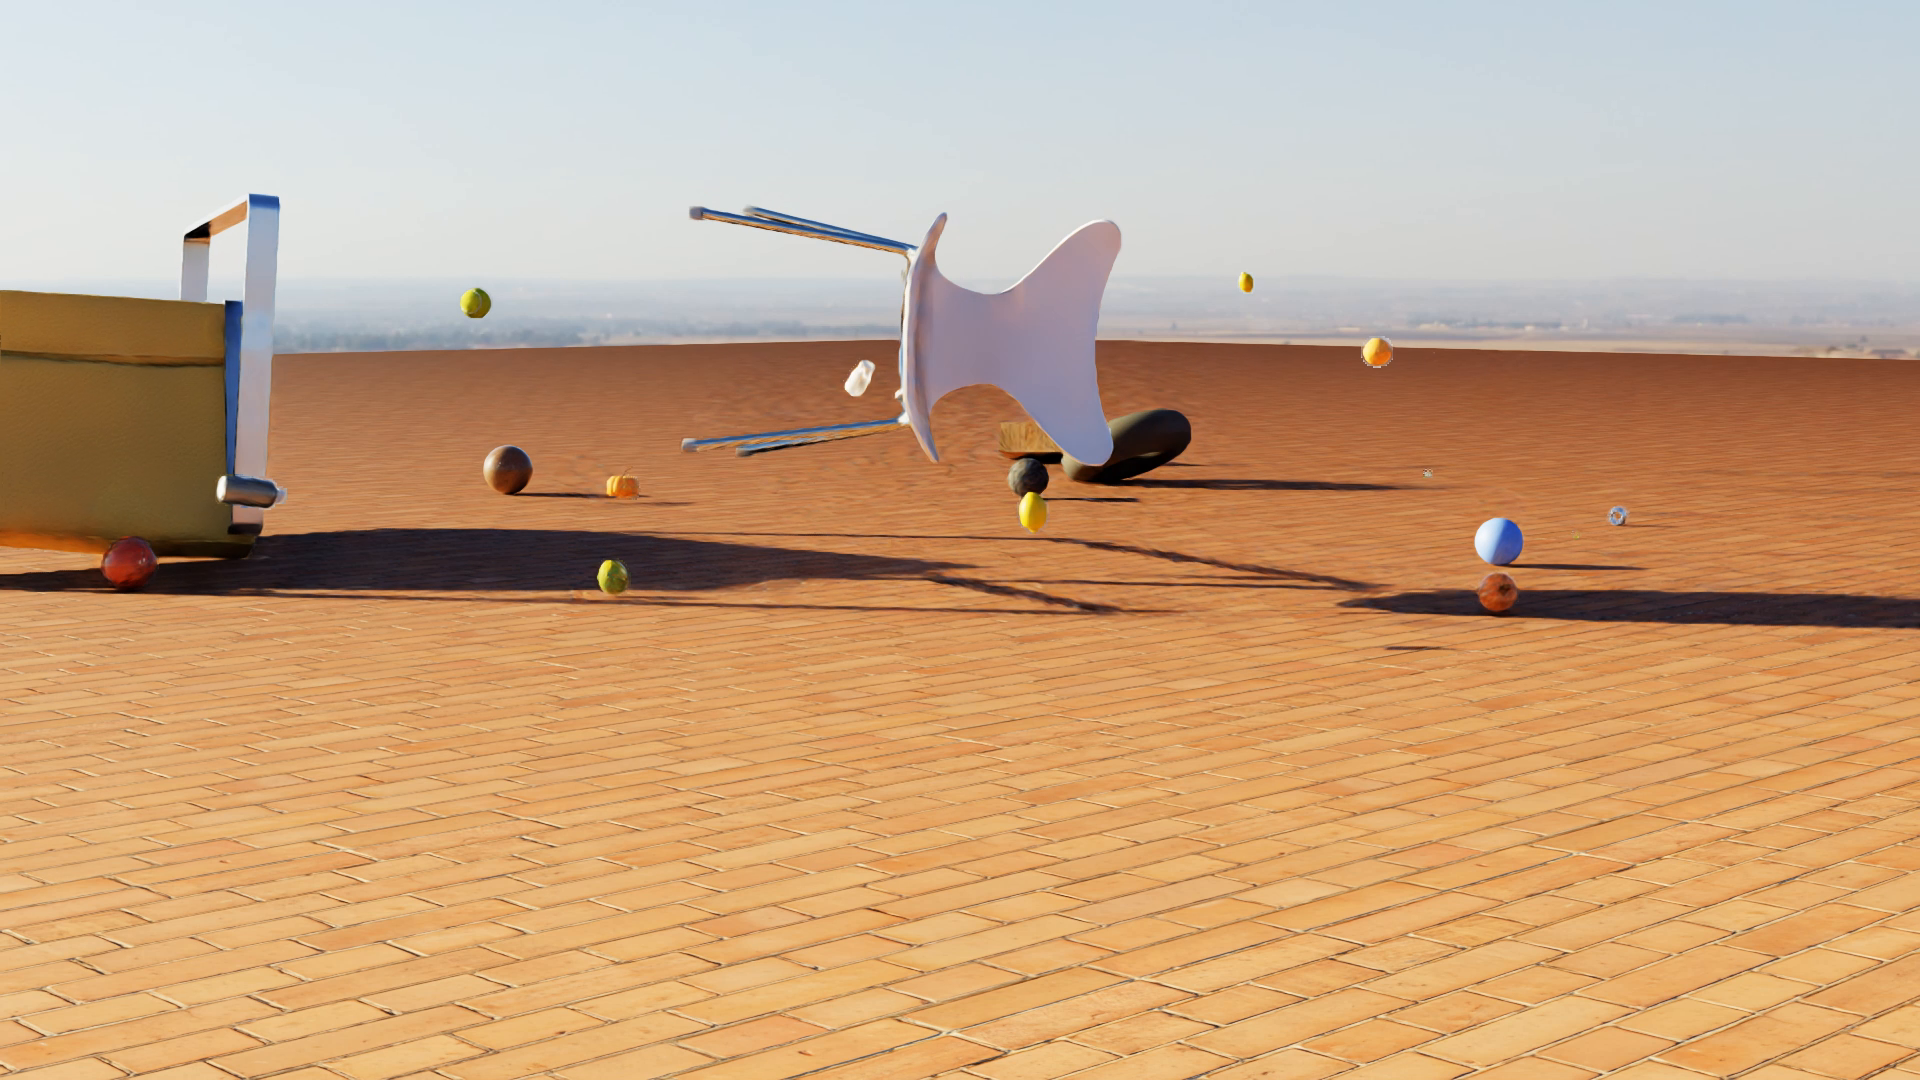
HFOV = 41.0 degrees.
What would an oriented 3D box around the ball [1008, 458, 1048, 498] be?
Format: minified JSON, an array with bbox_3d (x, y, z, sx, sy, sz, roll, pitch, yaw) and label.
[{"bbox_3d":[0.202,-0.184,7.605,0.120,0.120,0.120,0,6,0],"label":"ball"}]

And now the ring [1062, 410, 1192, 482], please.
[{"bbox_3d":[0.530,-0.295,8.156,0.431,0.132,0.391,-21,-13,20],"label":"ring"}]

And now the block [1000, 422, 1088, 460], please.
[{"bbox_3d":[0.301,-0.349,9.110,0.284,0.104,0.175,2,-7,16],"label":"block"}]

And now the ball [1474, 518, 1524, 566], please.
[{"bbox_3d":[1.228,0.004,5.842,0.109,0.109,0.109,0,6,0],"label":"ball"}]

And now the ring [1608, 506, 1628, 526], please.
[{"bbox_3d":[1.738,-0.064,6.777,0.049,0.055,0.039,31,22,13],"label":"ring"}]

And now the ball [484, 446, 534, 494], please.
[{"bbox_3d":[-1.365,-0.212,7.751,0.149,0.149,0.149,0,6,0],"label":"ball"}]
